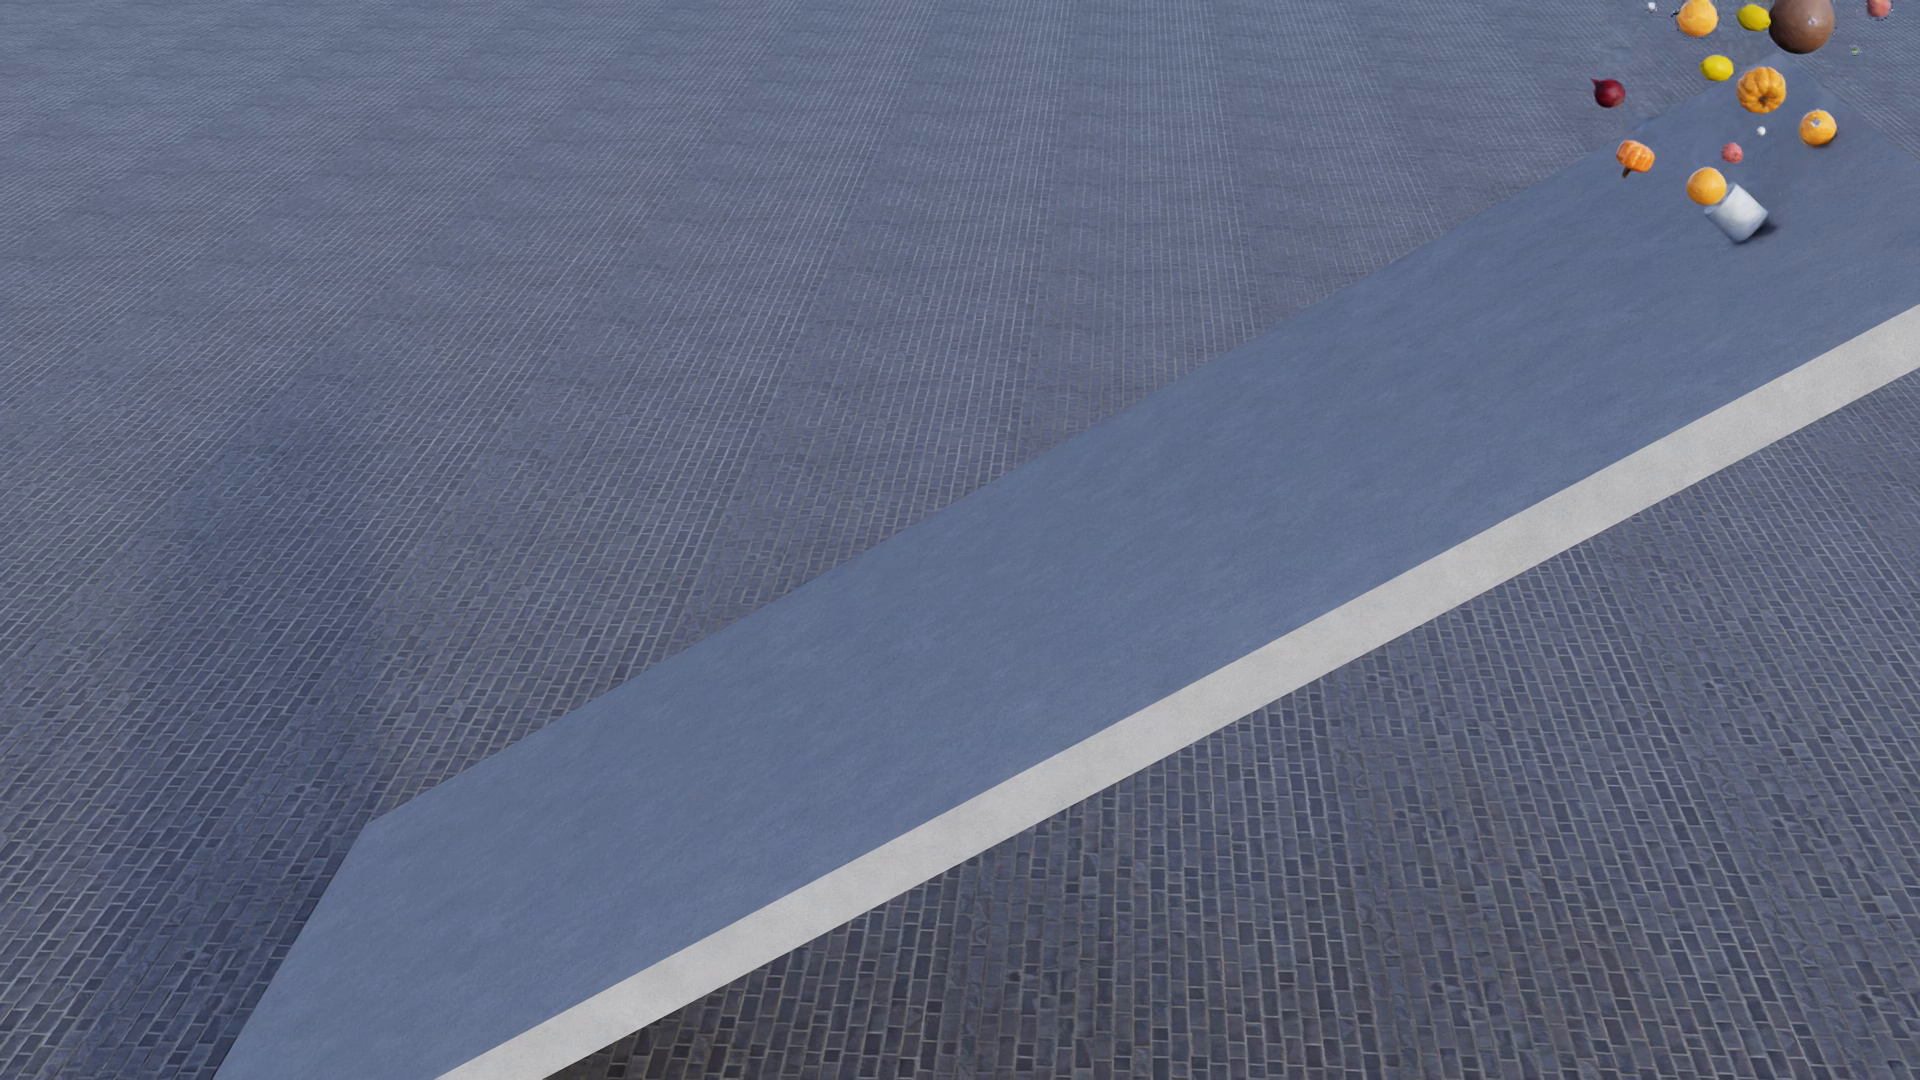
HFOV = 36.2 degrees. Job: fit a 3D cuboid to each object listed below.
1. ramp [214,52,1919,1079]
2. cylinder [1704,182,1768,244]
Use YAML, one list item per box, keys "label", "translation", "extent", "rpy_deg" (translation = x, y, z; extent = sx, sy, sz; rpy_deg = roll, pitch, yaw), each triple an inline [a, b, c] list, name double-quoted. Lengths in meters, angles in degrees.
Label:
- label: "ramp"
  translation: [0.142, 0.168, 6.286]
  extent: [4.000, 0.100, 2.000]
  rpy_deg: [-29, 15, 12]
- label: "cylinder"
  translation: [1.512, -0.637, 5.729]
  extent: [0.085, 0.085, 0.085]
  rpy_deg: [41, 19, -6]
